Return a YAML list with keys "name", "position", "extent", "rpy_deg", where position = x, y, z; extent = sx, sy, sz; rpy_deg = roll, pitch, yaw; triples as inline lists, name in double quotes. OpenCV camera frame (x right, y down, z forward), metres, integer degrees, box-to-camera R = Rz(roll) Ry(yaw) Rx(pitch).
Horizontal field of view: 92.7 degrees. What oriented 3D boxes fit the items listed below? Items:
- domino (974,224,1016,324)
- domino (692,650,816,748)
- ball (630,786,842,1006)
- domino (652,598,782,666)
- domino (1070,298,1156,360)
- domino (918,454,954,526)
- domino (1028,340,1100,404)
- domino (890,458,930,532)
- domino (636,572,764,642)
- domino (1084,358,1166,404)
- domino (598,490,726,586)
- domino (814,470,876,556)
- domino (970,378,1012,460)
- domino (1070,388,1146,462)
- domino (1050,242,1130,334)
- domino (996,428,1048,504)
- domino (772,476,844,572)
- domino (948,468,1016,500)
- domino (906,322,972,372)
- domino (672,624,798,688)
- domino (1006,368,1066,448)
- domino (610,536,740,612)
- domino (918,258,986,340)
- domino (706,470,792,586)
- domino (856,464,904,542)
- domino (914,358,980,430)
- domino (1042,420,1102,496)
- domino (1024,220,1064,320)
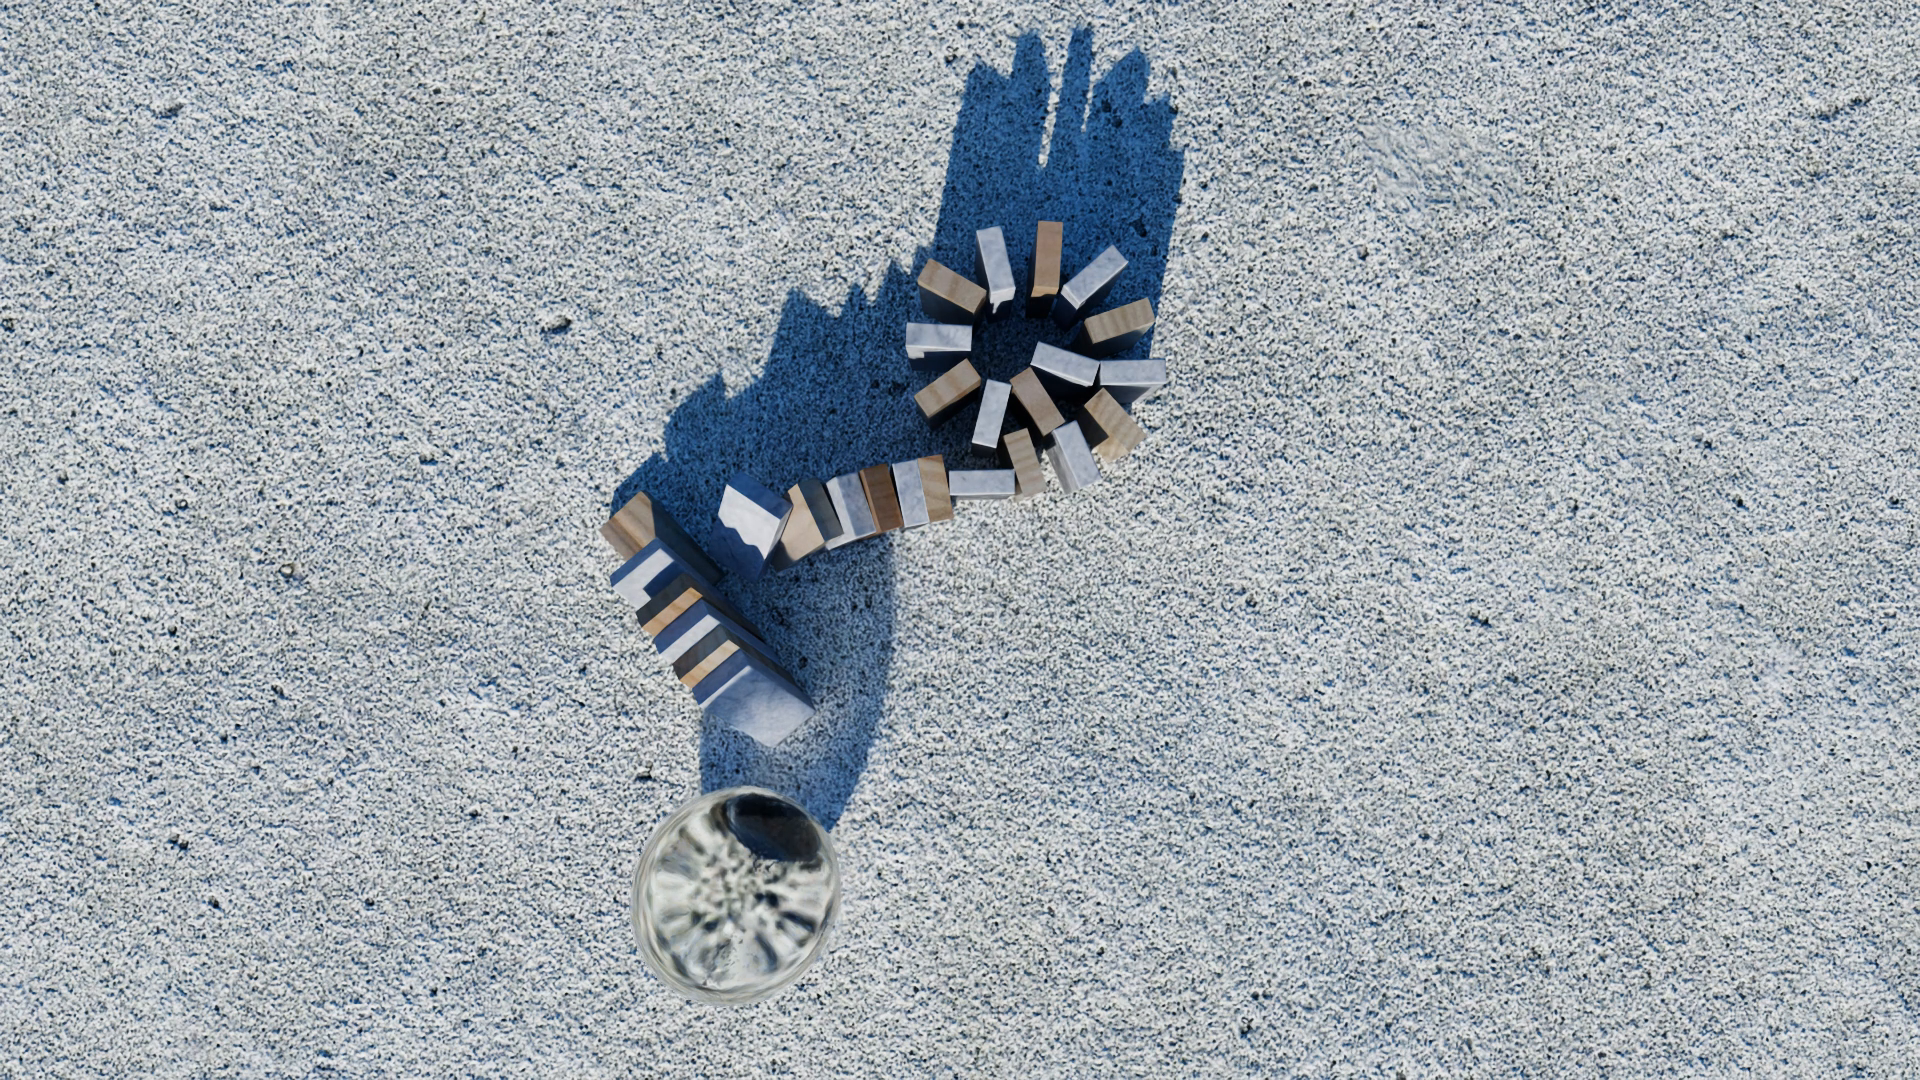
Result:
- name: "domino"
  position: [0.014, -0.107, 0.375]
  extent: [0.009, 0.050, 0.025]
  rpy_deg: [-13, 90, 0]
- name: "domino"
  position: [-0.084, 0.066, 0.378]
  extent: [0.025, 0.050, 0.010]
  rpy_deg: [-40, 49, 0]
- name: "ball"
  position: [-0.087, 0.138, 0.360]
  extent: [0.080, 0.080, 0.080]
  rpy_deg: [0, 90, 0]
- name: "domino"
  position: [-0.099, 0.046, 0.378]
  extent: [0.025, 0.050, 0.010]
  rpy_deg: [-40, 49, 0]
- name: "domino"
  position: [0.062, -0.084, 0.375]
  extent: [0.025, 0.050, 0.010]
  rpy_deg: [-19, 90, 0]
- name: "domino"
  position: [-0.010, -0.020, 0.375]
  extent: [0.010, 0.050, 0.025]
  rpy_deg: [-11, 90, -1]
- name: "domino"
  position: [0.040, -0.068, 0.375]
  extent: [0.025, 0.050, 0.009]
  rpy_deg: [19, 90, 0]
- name: "domino"
  position: [-0.021, -0.017, 0.375]
  extent: [0.010, 0.050, 0.025]
  rpy_deg: [-11, 90, -6]
- name: "domino"
  position: [-0.106, 0.036, 0.378]
  extent: [0.025, 0.050, 0.010]
  rpy_deg: [-40, 49, 0]
- name: "domino"
  position: [0.066, -0.064, 0.375]
  extent: [0.025, 0.050, 0.009]
  rpy_deg: [-1, 90, 0]
- name: "domino"
  position: [-0.128, 0.006, 0.395]
  extent: [0.025, 0.010, 0.050]
  rpy_deg: [-43, 90, 0]
- name: "domino"
  position: [-0.051, -0.010, 0.376]
  extent: [0.010, 0.050, 0.025]
  rpy_deg: [-18, 90, -28]
- name: "domino"
  position: [0.012, -0.049, 0.375]
  extent: [0.010, 0.050, 0.025]
  rpy_deg: [14, 90, 0]
- name: "domino"
  position: [0.060, -0.046, 0.375]
  extent: [0.010, 0.050, 0.025]
  rpy_deg: [-42, 90, 0]
- name: "domino"
  position: [0.052, -0.102, 0.375]
  extent: [0.025, 0.050, 0.009]
  rpy_deg: [-41, 90, 0]
- name: "domino"
  position: [0.025, -0.029, 0.375]
  extent: [0.009, 0.050, 0.025]
  rpy_deg: [-19, 90, -1]
- name: "domino"
  position: [-0.067, -0.005, 0.377]
  extent: [0.009, 0.050, 0.025]
  rpy_deg: [-25, 89, -37]
- name: "domino"
  position: [0.008, -0.022, 0.375]
  extent: [0.025, 0.050, 0.009]
  rpy_deg: [-1, 90, -1]
- name: "domino"
  position: [-0.008, -0.078, 0.375]
  extent: [0.025, 0.050, 0.009]
  rpy_deg: [4, 90, 0]
- name: "domino"
  position: [-0.092, 0.056, 0.378]
  extent: [0.025, 0.050, 0.010]
  rpy_deg: [-40, 49, 0]
- name: "domino"
  position: [0.030, -0.053, 0.375]
  extent: [0.010, 0.050, 0.025]
  rpy_deg: [-33, 90, 0]
- name: "domino"
  position: [-0.117, 0.024, 0.381]
  extent: [0.025, 0.009, 0.050]
  rpy_deg: [-39, 128, 0]
- name: "domino"
  position: [-0.003, -0.097, 0.375]
  extent: [0.025, 0.050, 0.009]
  rpy_deg: [30, 90, 0]
- name: "domino"
  position: [-0.087, -0.004, 0.378]
  extent: [0.025, 0.050, 0.010]
  rpy_deg: [34, 49, 0]
- name: "domino"
  position: [-0.037, -0.014, 0.375]
  extent: [0.010, 0.050, 0.025]
  rpy_deg: [-16, 90, -18]
- name: "domino"
  position: [-0.005, -0.058, 0.375]
  extent: [0.025, 0.050, 0.009]
  rpy_deg: [-35, 90, 0]
- name: "domino"
  position: [0.045, -0.033, 0.375]
  extent: [0.010, 0.050, 0.025]
  rpy_deg: [-24, 90, 0]
- name: "domino"
  position: [0.034, -0.109, 0.375]
  extent: [0.009, 0.050, 0.025]
  rpy_deg: [4, 90, 0]
